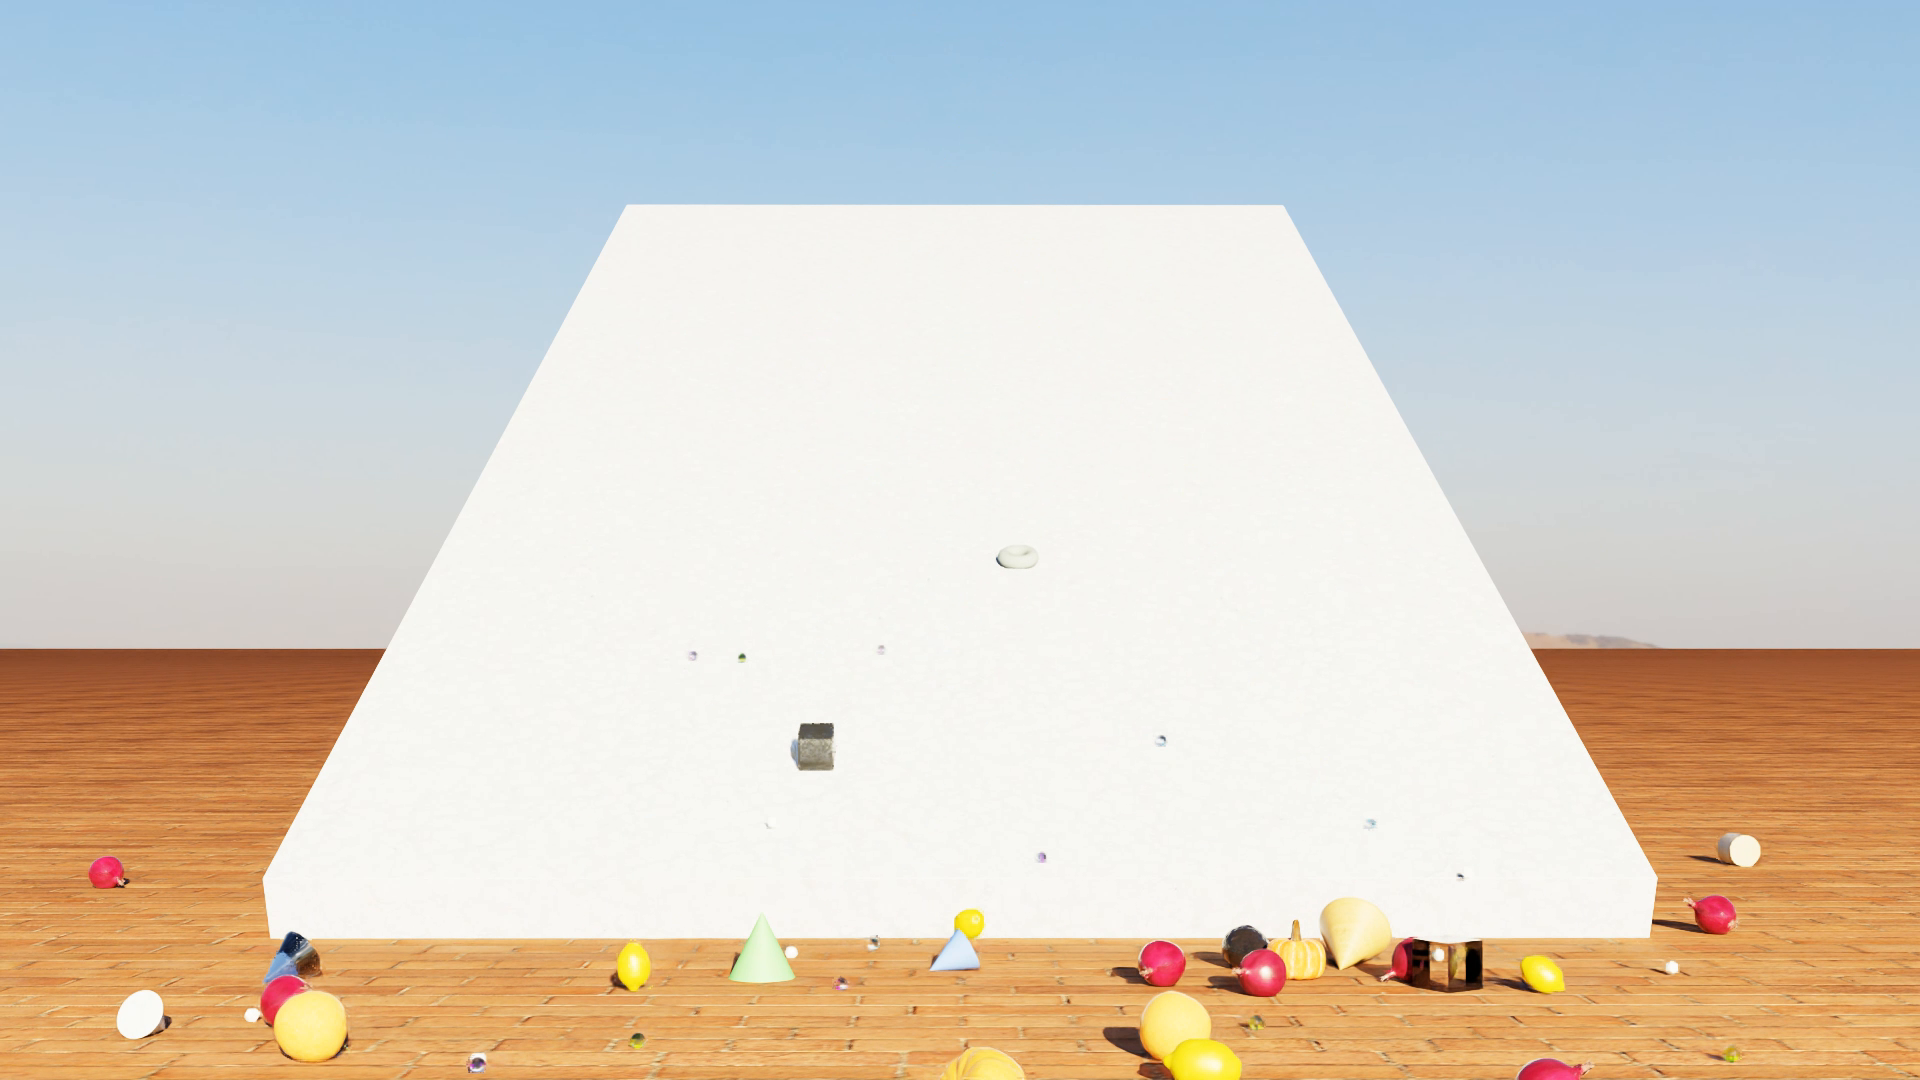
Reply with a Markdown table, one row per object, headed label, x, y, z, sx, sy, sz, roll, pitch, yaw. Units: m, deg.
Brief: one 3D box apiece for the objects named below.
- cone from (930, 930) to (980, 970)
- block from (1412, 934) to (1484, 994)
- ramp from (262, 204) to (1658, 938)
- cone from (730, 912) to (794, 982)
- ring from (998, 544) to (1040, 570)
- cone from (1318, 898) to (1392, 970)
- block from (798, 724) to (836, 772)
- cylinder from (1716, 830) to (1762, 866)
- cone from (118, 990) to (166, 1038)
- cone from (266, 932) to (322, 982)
| label | x | y | z | sx | sy | sz | roll | pitch | yaw |
| --- | --- | --- | --- | --- | --- | --- | --- | --- | --- |
| cone | -0.015 | 0.550 | 3.010 | 0.060 | 0.060 | 0.060 | -27 | 5 | -16 |
| block | 0.605 | 0.526 | 2.853 | 0.061 | 0.061 | 0.061 | 2 | -3 | -34 |
| ramp | -0.007 | -0.221 | 5.167 | 2.000 | 0.100 | 4.000 | 0 | 22 | 0 |
| cone | -0.254 | 0.518 | 2.945 | 0.085 | 0.085 | 0.085 | 0 | -3 | 0 |
| ring | 0.112 | 0.032 | 4.376 | 0.079 | 0.026 | 0.079 | -1 | 23 | 0 |
| cone | 0.514 | 0.543 | 3.050 | 0.099 | 0.099 | 0.099 | -1 | 24 | 22 |
| block | -0.225 | 0.326 | 3.613 | 0.055 | 0.055 | 0.055 | 0 | 22 | 0 |
| cylinder | 1.498 | 0.596 | 4.423 | 0.060 | 0.060 | 0.060 | 1 | -26 | -19 |
| cone | -0.887 | 0.530 | 2.525 | 0.054 | 0.054 | 0.054 | -1 | -29 | 14 |
| cone | -0.861 | 0.544 | 2.921 | 0.067 | 0.067 | 0.067 | -2 | 28 | 35 |
